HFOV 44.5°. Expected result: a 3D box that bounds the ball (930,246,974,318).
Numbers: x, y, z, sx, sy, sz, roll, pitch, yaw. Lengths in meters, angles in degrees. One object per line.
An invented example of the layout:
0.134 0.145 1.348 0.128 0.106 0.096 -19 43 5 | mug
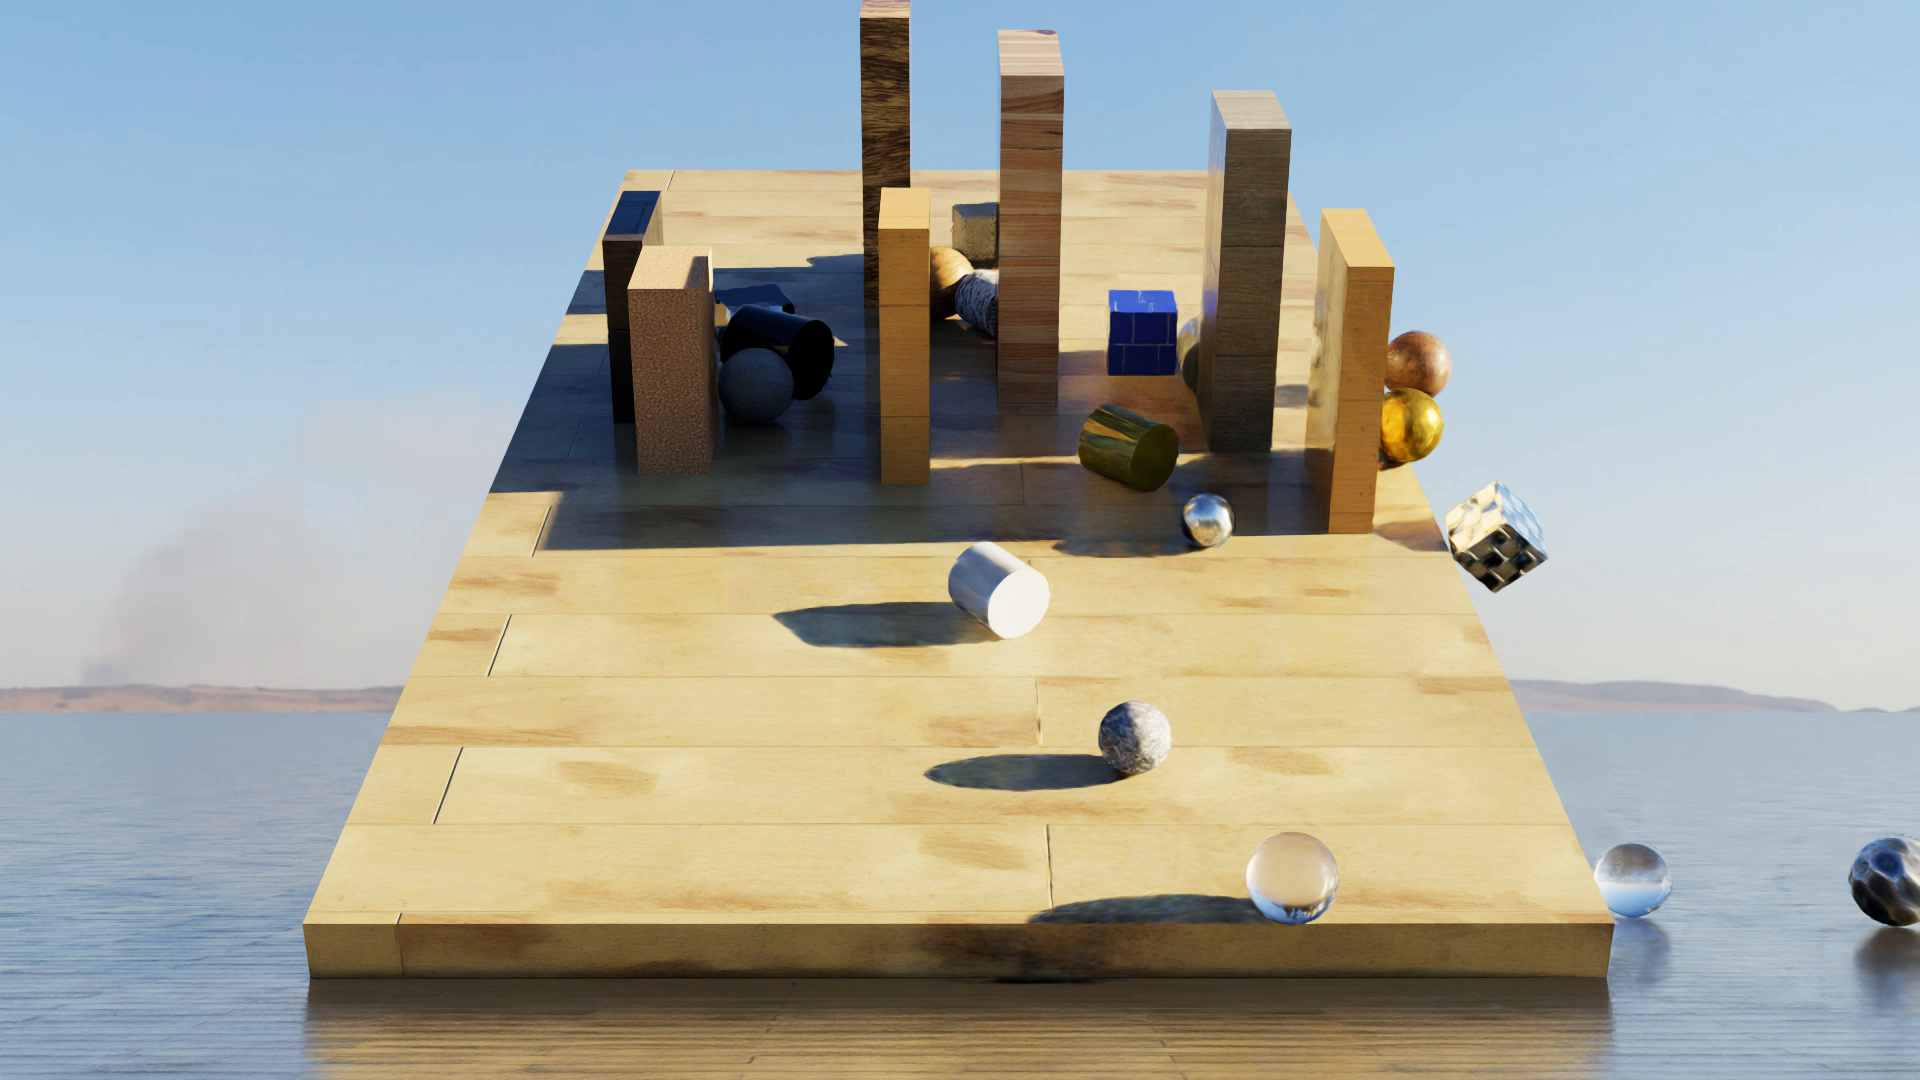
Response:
-0.052 -0.655 5.971 0.184 0.184 0.184 0 -4 0 | ball

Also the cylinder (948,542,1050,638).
0.073 0.094 4.447 0.139 0.139 0.139 3 20 -36 | cylinder

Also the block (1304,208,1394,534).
0.804 -0.354 4.884 0.090 0.578 0.374 0 25 0 | block

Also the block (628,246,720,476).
-0.623 -0.395 5.137 0.150 0.427 0.284 0 25 0 | block

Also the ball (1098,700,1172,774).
0.295 0.333 3.963 0.124 0.124 0.124 0 -4 0 | ball

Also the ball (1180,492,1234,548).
0.502 -0.041 4.767 0.111 0.111 0.111 0 -4 0 | ball

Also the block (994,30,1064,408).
0.157 -0.752 5.478 0.138 0.782 0.426 0 25 0 | block

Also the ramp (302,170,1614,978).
-0.009 -0.229 5.406 2.000 0.100 4.000 0 25 0 | ramp

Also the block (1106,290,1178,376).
0.438 -0.502 5.678 0.161 0.161 0.161 1 25 1 | block

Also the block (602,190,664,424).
-0.747 -0.544 5.440 0.089 0.436 0.374 0 25 0 | block

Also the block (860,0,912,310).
-0.186 -1.011 6.055 0.121 0.754 0.348 0 25 0 | block

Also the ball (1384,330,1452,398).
1.069 -0.407 5.504 0.167 0.167 0.167 0 -4 0 | ball

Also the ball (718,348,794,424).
-0.464 -0.351 5.339 0.175 0.175 0.175 0 -4 0 | ball

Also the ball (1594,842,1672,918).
1.333 0.674 4.652 0.148 0.148 0.148 0 -4 0 | ball

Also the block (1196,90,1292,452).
0.624 -0.594 5.202 0.136 0.736 0.311 0 25 0 | block

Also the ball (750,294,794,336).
-0.467 -0.560 5.852 0.107 0.107 0.107 0 -4 0 | ball

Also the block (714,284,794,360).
-0.501 -0.514 5.702 0.158 0.158 0.158 -9 27 -19 | block

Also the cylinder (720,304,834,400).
-0.428 -0.441 5.512 0.190 0.190 0.190 16 5 30 | cylinder

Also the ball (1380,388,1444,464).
0.975 -0.251 5.142 0.164 0.164 0.164 0 -4 0 | ball

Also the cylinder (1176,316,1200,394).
0.597 -0.434 5.539 0.159 0.159 0.159 0 25 0 | cylinder

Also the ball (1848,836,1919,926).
1.783 0.649 4.468 0.170 0.170 0.170 0 -4 0 | ball

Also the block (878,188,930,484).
-0.117 -0.440 5.064 0.103 0.574 0.283 0 25 0 | block

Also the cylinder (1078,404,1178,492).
0.362 -0.198 5.047 0.153 0.153 0.153 24 13 41 | cylinder

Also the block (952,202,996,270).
0.065 -0.824 6.375 0.143 0.143 0.143 -6 26 -13 | block

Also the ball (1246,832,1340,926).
0.505 0.513 3.565 0.142 0.142 0.142 0 -4 0 | ball

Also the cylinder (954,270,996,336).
0.085 -0.590 5.884 0.143 0.143 0.143 3 20 -36 | cylinder

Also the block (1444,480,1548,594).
1.108 -0.007 4.854 0.138 0.138 0.138 36 -57 -25 | block
